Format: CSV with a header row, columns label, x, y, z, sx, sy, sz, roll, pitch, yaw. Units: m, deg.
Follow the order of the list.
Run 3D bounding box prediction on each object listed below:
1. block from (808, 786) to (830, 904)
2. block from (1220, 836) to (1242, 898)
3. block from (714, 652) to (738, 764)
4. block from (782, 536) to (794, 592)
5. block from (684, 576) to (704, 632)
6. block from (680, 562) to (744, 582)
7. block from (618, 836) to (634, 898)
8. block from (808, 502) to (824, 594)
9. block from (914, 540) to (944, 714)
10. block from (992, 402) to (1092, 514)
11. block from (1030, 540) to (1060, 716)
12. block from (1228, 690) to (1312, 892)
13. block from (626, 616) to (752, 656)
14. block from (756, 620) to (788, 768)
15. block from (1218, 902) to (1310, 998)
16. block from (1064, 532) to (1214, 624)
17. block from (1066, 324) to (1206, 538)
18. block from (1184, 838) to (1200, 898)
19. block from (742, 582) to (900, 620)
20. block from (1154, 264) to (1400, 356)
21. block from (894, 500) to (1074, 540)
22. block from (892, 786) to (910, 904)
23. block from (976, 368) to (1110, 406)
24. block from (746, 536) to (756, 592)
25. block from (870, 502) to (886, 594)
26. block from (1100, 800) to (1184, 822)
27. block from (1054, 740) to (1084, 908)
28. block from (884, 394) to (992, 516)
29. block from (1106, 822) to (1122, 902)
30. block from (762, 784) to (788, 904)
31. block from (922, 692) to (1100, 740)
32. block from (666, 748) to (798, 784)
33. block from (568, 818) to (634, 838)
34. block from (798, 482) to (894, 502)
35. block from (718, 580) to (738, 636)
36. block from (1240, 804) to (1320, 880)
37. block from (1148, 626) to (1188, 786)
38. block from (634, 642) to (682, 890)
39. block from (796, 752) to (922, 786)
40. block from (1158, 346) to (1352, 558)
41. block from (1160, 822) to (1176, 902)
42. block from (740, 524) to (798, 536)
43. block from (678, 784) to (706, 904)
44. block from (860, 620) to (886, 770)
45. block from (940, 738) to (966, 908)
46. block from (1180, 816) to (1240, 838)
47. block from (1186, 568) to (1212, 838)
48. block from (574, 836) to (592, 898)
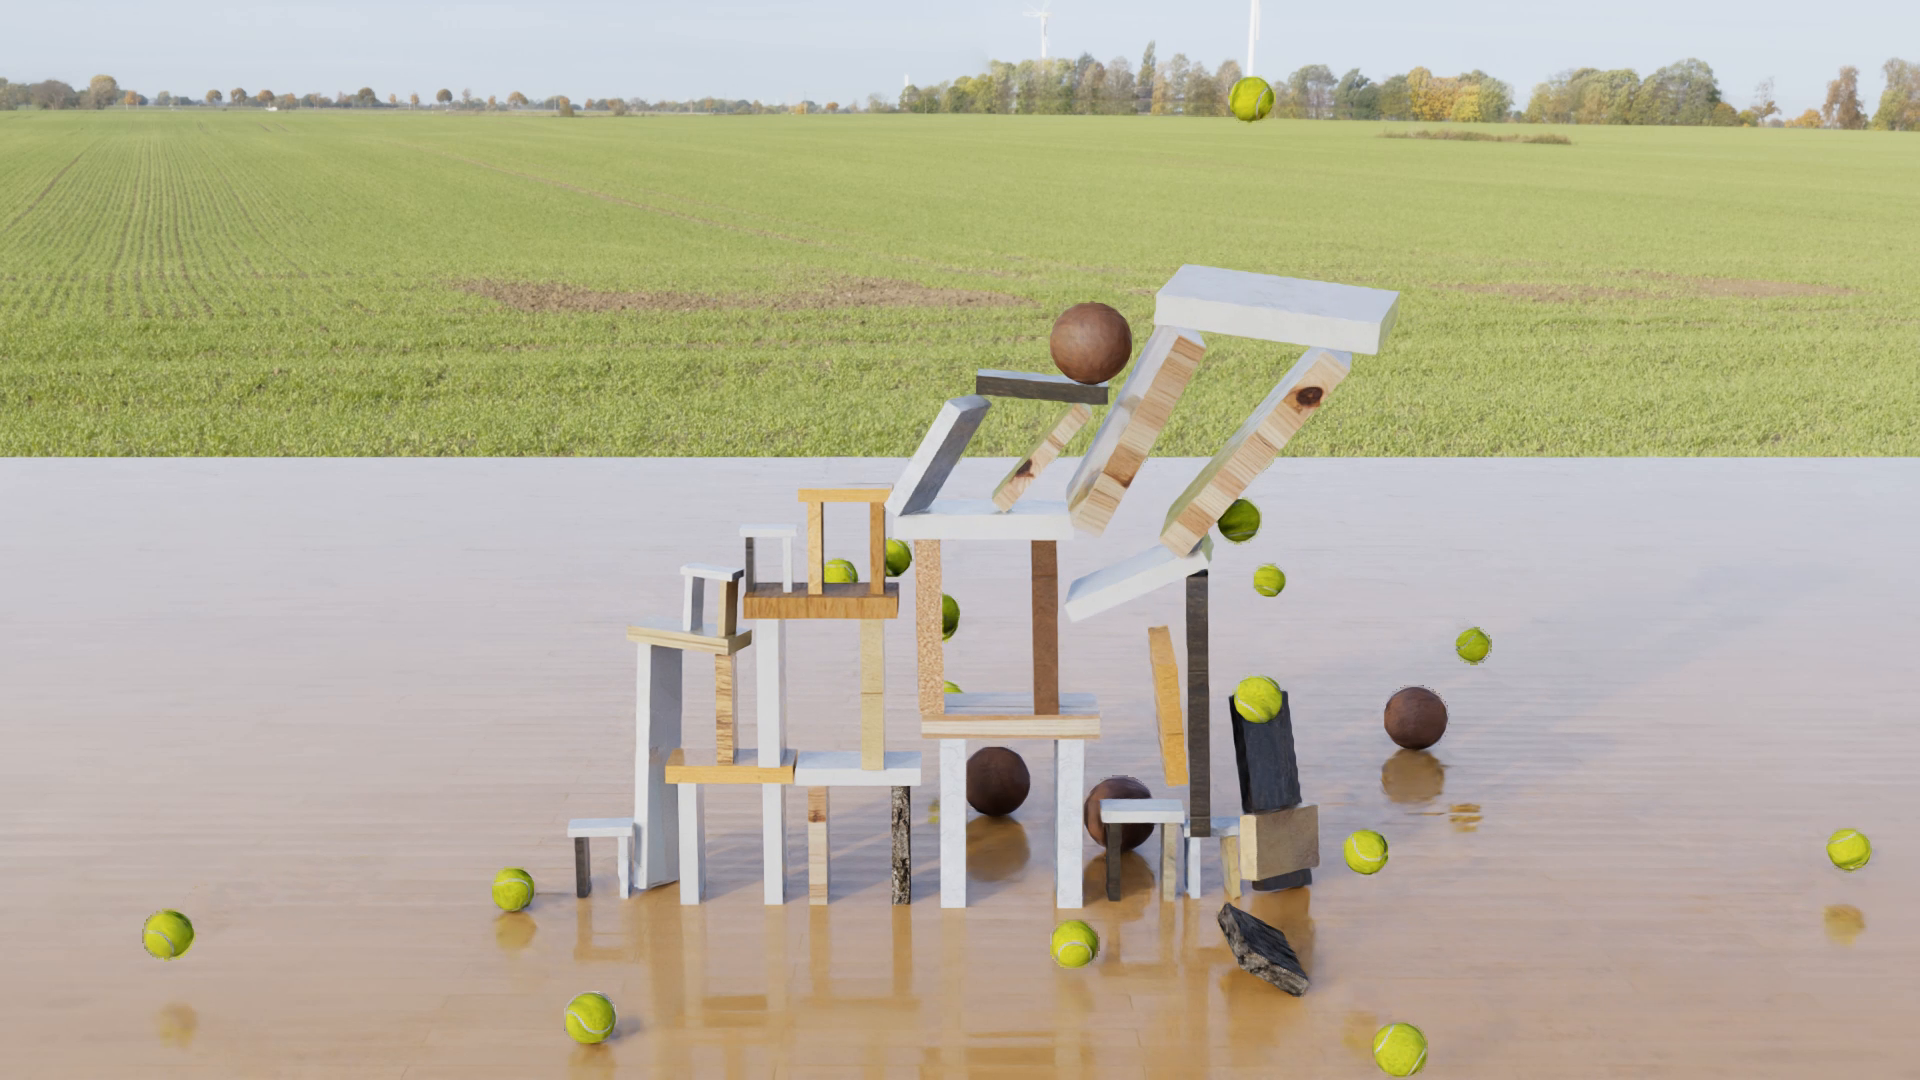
label,x,y,z,sx,sy,sz,roll,pitch,yaw
block,-0.233,0.491,3.647,0.029,0.203,0.102,0,11,0
block,0.450,0.537,3.663,0.015,0.106,0.053,-8,11,-6
block,-0.383,0.268,3.610,0.026,0.183,0.091,0,11,0
block,-0.279,0.036,3.568,0.013,0.091,0.045,0,11,0
block,-0.435,0.100,3.599,0.013,0.092,0.046,7,11,18
block,-0.403,0.052,3.580,0.092,0.013,0.046,7,11,18
block,-0.557,0.537,3.664,0.015,0.105,0.053,1,11,0
block,-0.233,0.006,3.564,0.021,0.150,0.075,0,11,0
block,-0.050,0.127,3.589,0.041,0.286,0.143,-2,11,-1
block,0.130,-0.138,3.520,0.029,0.208,0.104,40,10,-5
block,0.137,0.128,3.582,0.041,0.286,0.143,-1,11,1
block,0.521,0.420,3.695,0.103,0.326,0.029,-3,-8,-31
block,-0.445,0.156,3.615,0.183,0.026,0.091,7,11,18
block,-0.308,0.236,3.603,0.035,0.247,0.123,0,11,1
block,0.455,0.617,3.316,0.103,0.029,0.205,29,8,-8
block,0.289,0.055,3.540,0.239,0.034,0.120,-23,12,16
block,0.272,-0.185,3.449,0.048,0.342,0.171,26,17,-10
block,0.387,0.537,3.662,0.015,0.106,0.053,-2,11,-6
block,-0.224,0.098,3.577,0.247,0.035,0.123,0,11,0
block,0.488,-0.357,3.379,0.342,0.048,0.171,10,25,18
block,0.040,-0.033,3.553,0.286,0.041,0.143,0,11,2
block,-0.097,0.491,3.647,0.029,0.203,0.102,0,11,0
block,0.130,-0.244,3.498,0.208,0.029,0.104,5,11,0
block,-0.339,0.036,3.568,0.013,0.091,0.045,0,11,0
block,-0.133,0.006,3.564,0.021,0.150,0.075,0,11,0
block,0.300,0.448,3.639,0.135,0.019,0.068,0,11,0
block,0.179,0.449,3.645,0.041,0.286,0.143,0,11,0
block,-0.035,-0.134,3.462,0.029,0.208,0.104,39,25,17
block,0.255,0.524,3.653,0.019,0.135,0.068,0,11,0
block,-0.306,0.488,3.649,0.029,0.207,0.104,0,11,0
block,0.083,0.288,3.615,0.286,0.041,0.143,0,11,1
block,-0.375,0.372,3.627,0.207,0.029,0.103,0,11,0
block,-0.597,0.478,3.656,0.105,0.015,0.053,-1,11,-4
block,-0.183,-0.078,3.549,0.150,0.021,0.075,0,11,0
block,-0.378,0.107,3.580,0.013,0.092,0.046,7,11,18
block,0.524,0.492,3.598,0.029,0.103,0.205,-2,-1,38
block,0.346,0.276,3.659,0.034,0.239,0.120,-7,29,2
block,-0.506,0.369,3.688,0.026,0.419,0.091,3,4,28
block,-0.165,0.376,3.626,0.203,0.029,0.102,0,11,0
block,0.463,-0.153,3.442,0.048,0.395,0.171,39,21,-3
block,0.345,0.524,3.653,0.019,0.135,0.068,0,11,0
block,-0.309,-0.015,3.558,0.091,0.013,0.045,0,11,0
block,-0.444,0.488,3.649,0.029,0.207,0.104,0,11,0
block,-0.142,0.239,3.602,0.035,0.251,0.123,0,11,0
block,-0.011,0.449,3.647,0.041,0.286,0.143,0,11,0
block,0.422,0.476,3.652,0.106,0.015,0.053,-2,11,-2
block,0.389,0.255,3.583,0.034,0.445,0.120,-1,16,6
block,-0.628,0.537,3.664,0.015,0.105,0.053,-1,11,0
